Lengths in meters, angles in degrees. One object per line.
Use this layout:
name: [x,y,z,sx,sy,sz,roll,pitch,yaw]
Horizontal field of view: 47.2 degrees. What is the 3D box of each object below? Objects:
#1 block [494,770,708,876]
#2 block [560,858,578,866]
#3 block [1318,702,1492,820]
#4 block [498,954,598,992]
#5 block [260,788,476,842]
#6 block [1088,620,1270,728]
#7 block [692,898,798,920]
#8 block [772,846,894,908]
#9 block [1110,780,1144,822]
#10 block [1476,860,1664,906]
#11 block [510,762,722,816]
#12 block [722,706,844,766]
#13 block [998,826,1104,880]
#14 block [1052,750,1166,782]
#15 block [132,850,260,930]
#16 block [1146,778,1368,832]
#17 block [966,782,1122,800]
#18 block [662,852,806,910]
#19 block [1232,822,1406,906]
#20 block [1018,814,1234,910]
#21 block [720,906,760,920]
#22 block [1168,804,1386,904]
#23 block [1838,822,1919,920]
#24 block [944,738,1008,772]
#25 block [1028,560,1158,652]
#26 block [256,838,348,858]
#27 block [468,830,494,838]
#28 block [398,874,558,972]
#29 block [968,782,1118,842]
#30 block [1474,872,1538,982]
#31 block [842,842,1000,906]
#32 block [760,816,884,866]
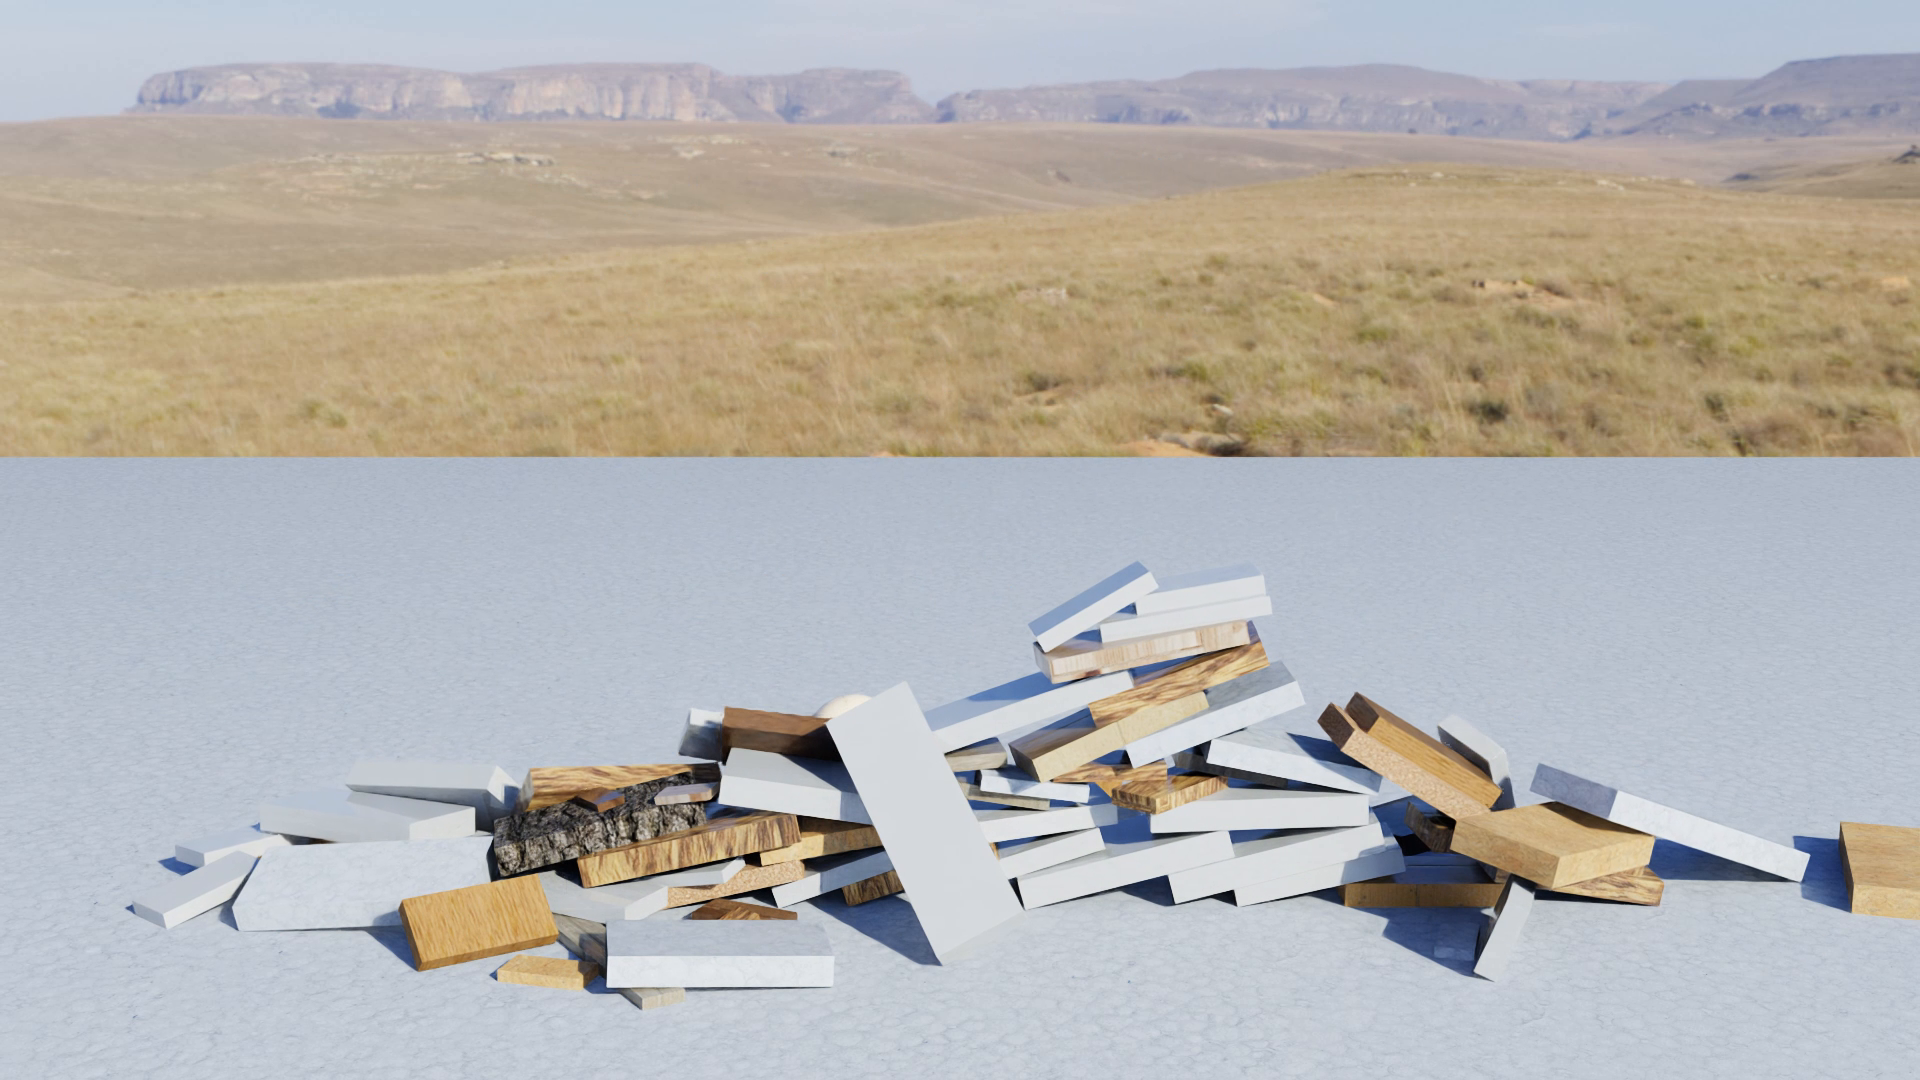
block: [-0.595,0.465,3.627,0.338,0.048,0.169,-13,11,-10]
block: [-0.610,0.547,3.766,0.147,0.021,0.073,3,-1,-19]
block: [0.726,0.372,3.587,0.284,0.040,0.142,31,9,-13]
block: [-0.618,0.649,3.300,0.133,0.019,0.067,3,11,15]
block: [-1.019,0.479,3.782,0.331,0.047,0.166,3,5,27]
block: [0.352,0.217,3.588,0.294,0.042,0.147,-20,10,6]
block: [-0.345,0.606,3.522,0.151,0.021,0.076,5,12,26]
block: [-0.189,0.536,3.652,0.244,0.035,0.122,-19,11,2]
block: [0.263,0.488,4.107,0.142,0.040,0.284,7,13,35]
block: [1.010,0.547,3.662,0.280,0.040,0.140,9,10,-5]
block: [-0.595,0.455,3.794,0.336,0.168,0.048,1,50,-28]
block: [-0.264,0.347,3.702,0.268,0.134,0.038,7,54,-1]
block: [0.106,0.518,3.669,0.260,0.037,0.130,-18,10,0]
block: [0.243,0.372,3.623,0.185,0.026,0.093,-1,10,-2]
block: [-1.238,0.571,3.598,0.098,0.028,0.196,9,25,40]
block: [0.484,0.427,3.640,0.352,0.050,0.176,-2,11,0]
block: [0.136,0.458,4.047,0.294,0.042,0.147,-8,11,-32]
block: [-0.379,0.551,3.645,0.244,0.035,0.122,-12,11,0]
block: [0.588,0.540,3.665,0.280,0.040,0.140,-12,10,2]
block: [0.271,0.520,3.665,0.352,0.050,0.176,-15,10,3]
block: [-0.365,0.611,3.451,0.048,0.014,0.096,12,30,37]
block: [0.515,0.509,3.656,0.352,0.050,0.176,-15,10,3]
block: [1.588,0.557,3.709,0.175,0.049,0.349,3,11,18]
block: [-0.017,0.357,3.624,0.177,0.025,0.089,-4,12,-9]
block: [0.214,0.107,3.557,0.210,0.030,0.105,-30,11,-1]
block: [-1.121,0.551,3.784,0.242,0.034,0.121,-8,13,-38]
block: [-0.774,0.531,3.770,0.147,0.021,0.073,9,11,9]
block: [-0.744,0.590,3.400,0.220,0.031,0.110,-7,55,-32]
block: [0.117,0.454,3.649,0.260,0.037,0.130,-7,10,-12]
block: [0.848,0.575,3.391,0.036,0.126,0.253,25,17,14]
block: [-0.066,0.534,3.663,0.260,0.037,0.130,-17,10,2]
block: [-0.210,0.483,3.642,0.244,0.035,0.122,-9,11,-4]
